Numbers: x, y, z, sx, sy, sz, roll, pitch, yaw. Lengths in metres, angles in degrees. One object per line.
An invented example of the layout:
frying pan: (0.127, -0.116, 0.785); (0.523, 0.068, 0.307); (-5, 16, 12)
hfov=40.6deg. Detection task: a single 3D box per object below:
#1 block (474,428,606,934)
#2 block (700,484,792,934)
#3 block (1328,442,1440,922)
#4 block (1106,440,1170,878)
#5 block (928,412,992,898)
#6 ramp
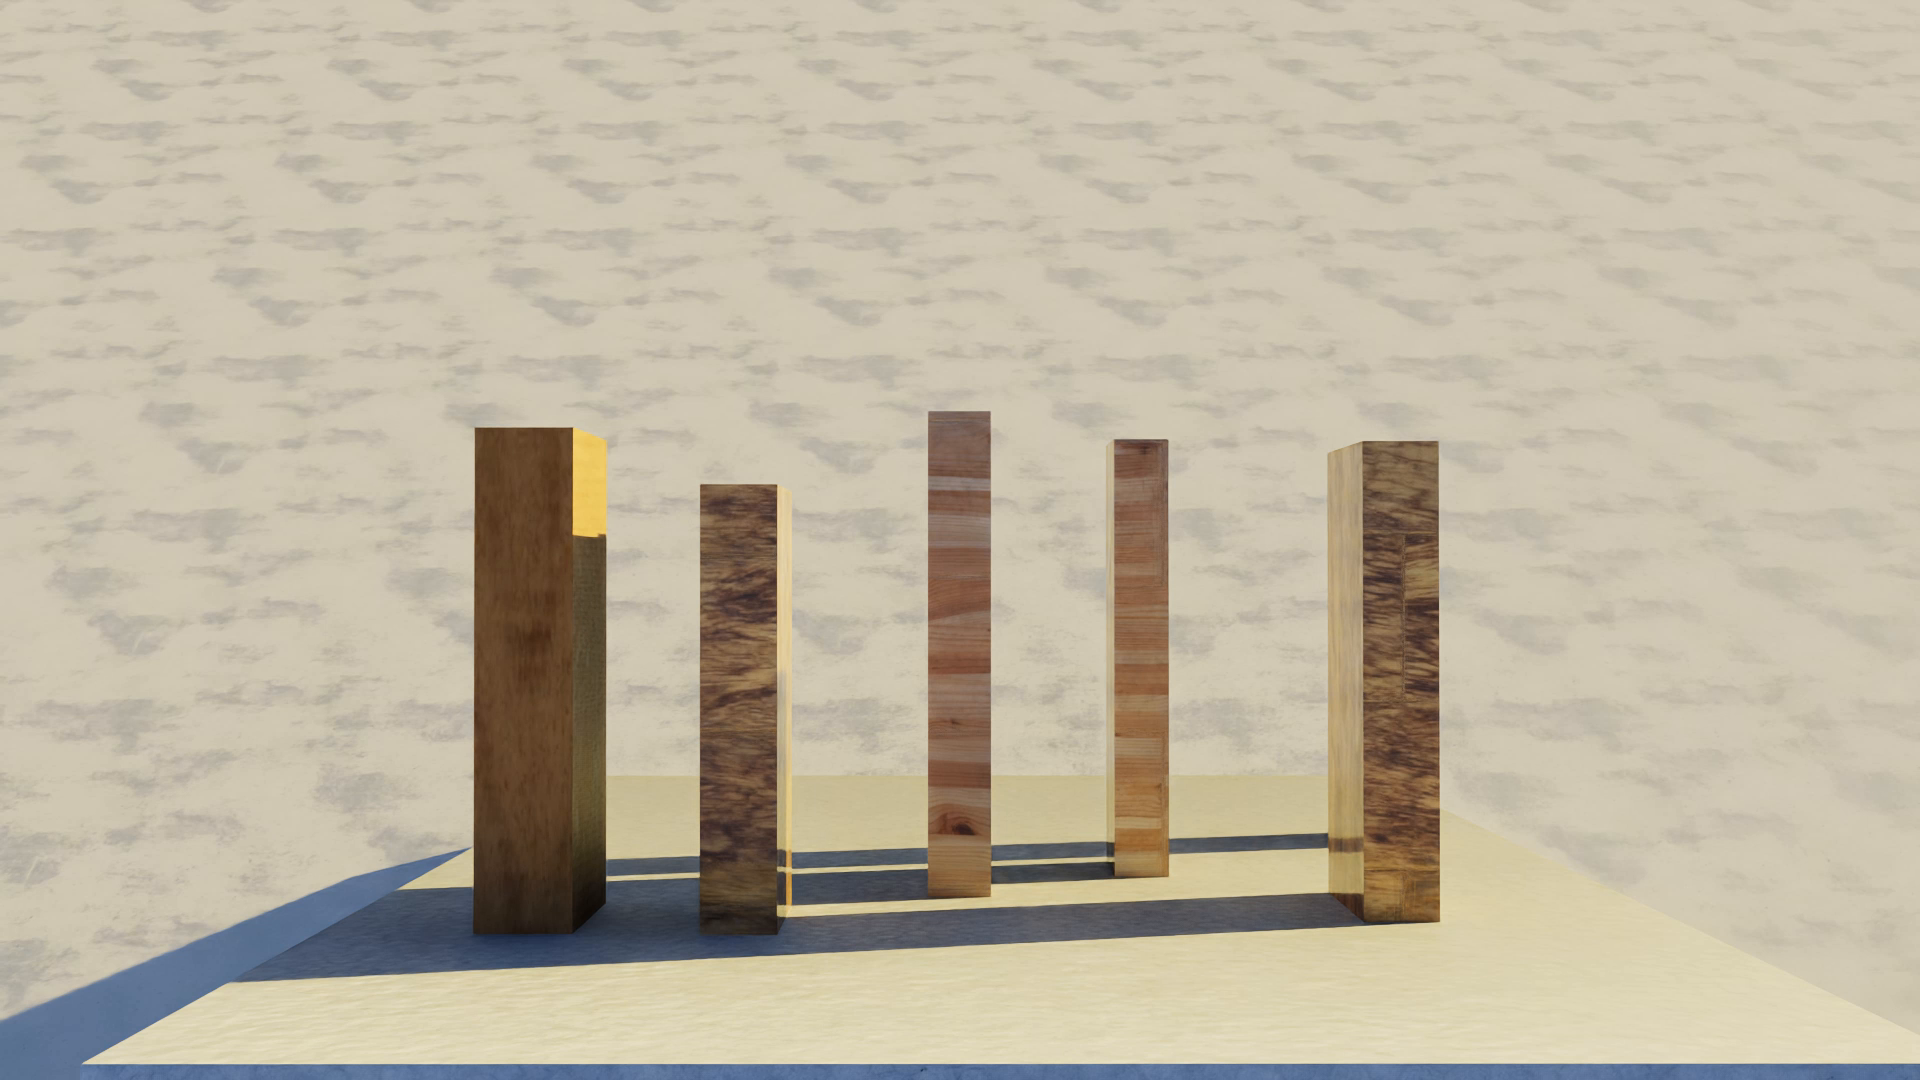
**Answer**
block: (-0.629, 0.205, 3.914); (0.142, 0.730, 0.357); (0, -1, 0)
block: (-0.318, 0.246, 3.886); (0.111, 0.647, 0.320); (0, -1, 0)
block: (0.657, 0.213, 4.045); (0.114, 0.716, 0.369); (0, -1, 0)
block: (0.311, 0.204, 4.569); (0.093, 0.751, 0.247); (0, -1, 0)
block: (-0.001, 0.186, 4.372); (0.101, 0.781, 0.409); (0, -1, 0)
ramp: (0.072, 0.632, 4.732); (2.000, 0.100, 4.000); (0, -1, 0)
